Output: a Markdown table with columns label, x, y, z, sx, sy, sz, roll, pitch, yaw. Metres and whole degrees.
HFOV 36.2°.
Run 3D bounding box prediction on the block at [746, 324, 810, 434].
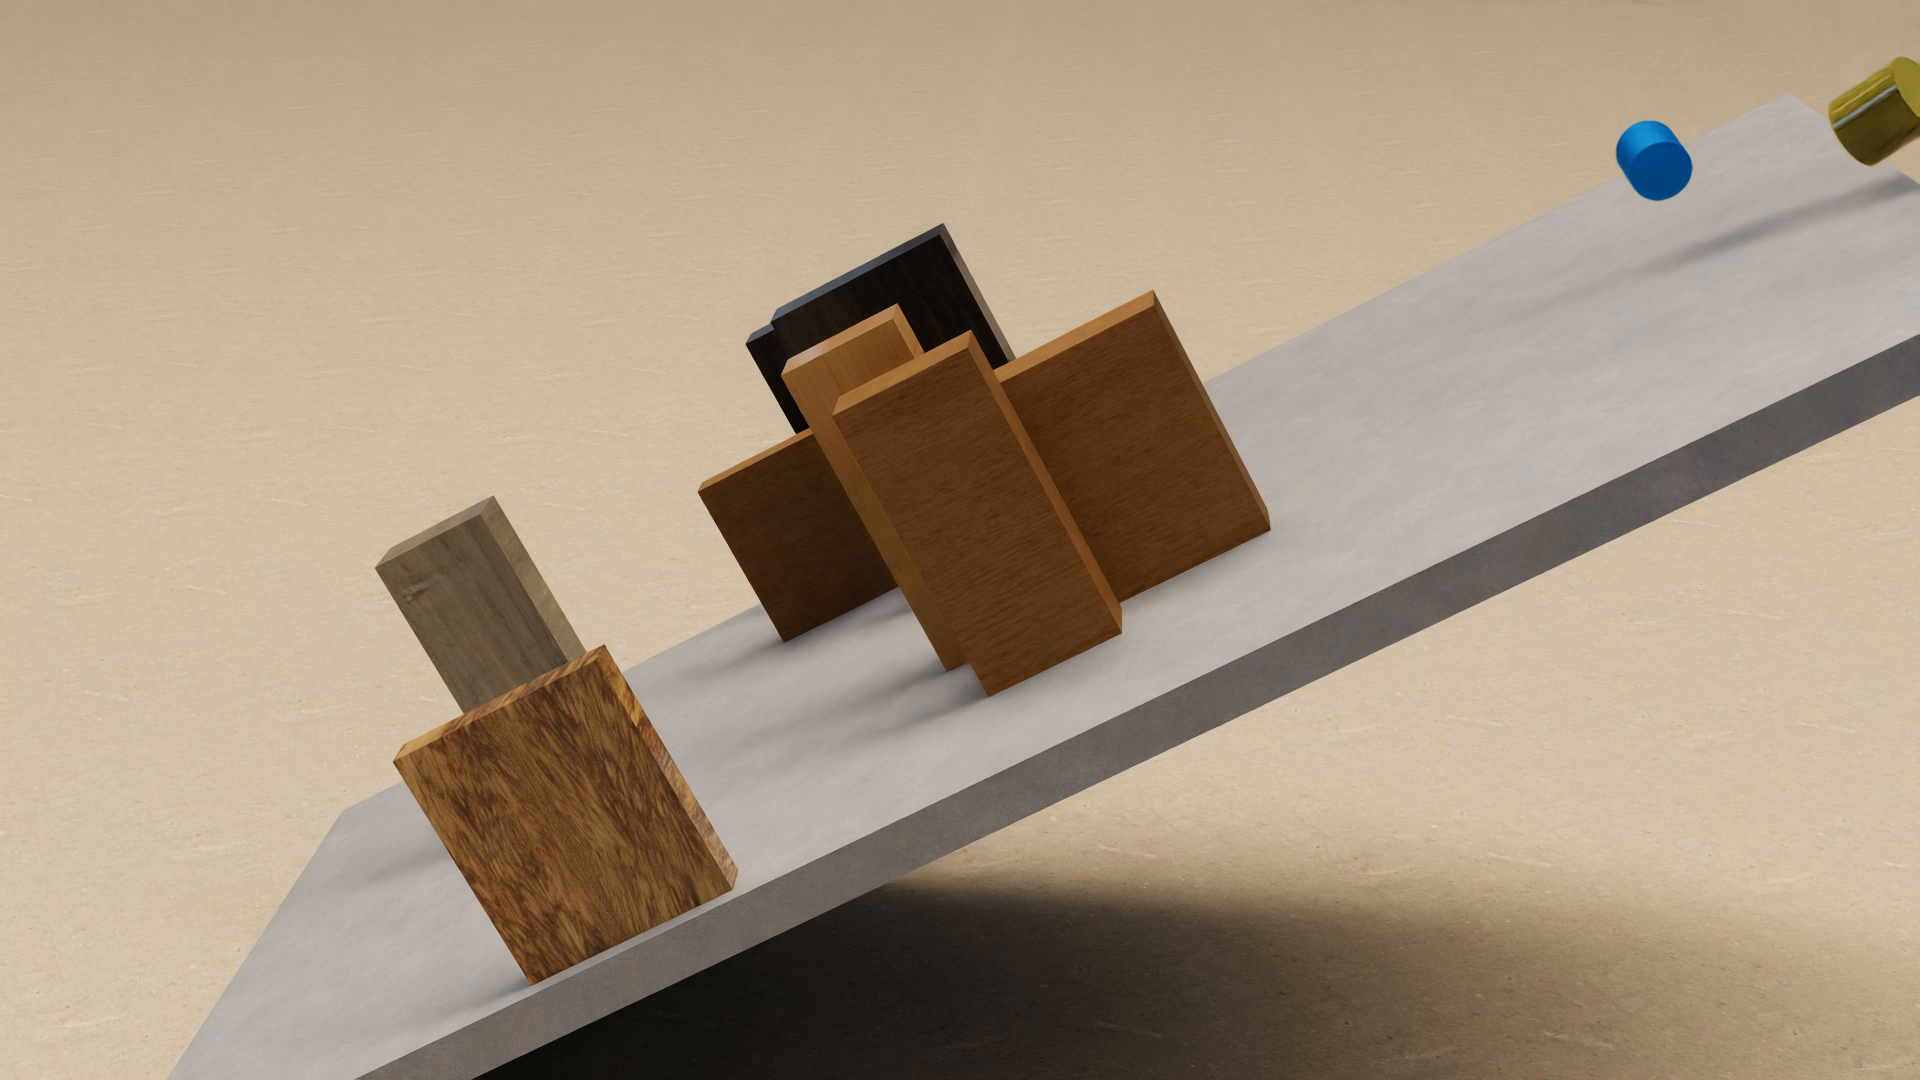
| label | x | y | z | sx | sy | sz | roll | pitch | yaw |
| --- | --- | --- | --- | --- | --- | --- | --- | --- | --- |
| block | -0.237 | -0.273 | 7.068 | 0.275 | 0.627 | 0.114 | -26 | 14 | 11 |

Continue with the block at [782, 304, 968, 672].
| label | x | y | z | sx | sy | sz | roll | pitch | yaw |
| --- | --- | --- | --- | --- | --- | --- | --- | --- | --- |
| block | -0.076 | -0.104 | 5.988 | 0.254 | 0.705 | 0.136 | -26 | 14 | 11 |

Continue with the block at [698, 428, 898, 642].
| label | x | y | z | sx | sy | sz | roll | pitch | yaw |
| --- | --- | --- | --- | --- | --- | --- | --- | --- | --- |
| block | -0.342 | -0.028 | 6.847 | 0.375 | 0.415 | 0.080 | -26 | 14 | 11 |

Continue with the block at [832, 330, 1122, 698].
| label | x | y | z | sx | sy | sz | roll | pitch | yaw |
| --- | --- | --- | --- | --- | --- | --- | --- | --- | --- |
| block | 0.039 | -0.049 | 5.707 | 0.292 | 0.638 | 0.147 | -26 | 14 | 11 |

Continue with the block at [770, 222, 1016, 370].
| label | x | y | z | sx | sy | sz | roll | pitch | yaw |
| --- | --- | --- | --- | --- | --- | --- | --- | --- | --- |
| block | -0.054 | -0.276 | 6.511 | 0.420 | 0.727 | 0.127 | -26 | 14 | 11 |

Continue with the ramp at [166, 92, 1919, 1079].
| label | x | y | z | sx | sy | sz | roll | pitch | yaw |
| --- | --- | --- | --- | --- | --- | --- | --- | --- | --- |
| ramp | 0.141 | 0.167 | 6.281 | 4.000 | 0.100 | 2.000 | -26 | 14 | 11 |

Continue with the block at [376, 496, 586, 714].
| label | x | y | z | sx | sy | sz | roll | pitch | yaw |
| --- | --- | --- | --- | --- | --- | --- | --- | --- | --- |
| block | -0.998 | 0.267 | 6.549 | 0.270 | 0.673 | 0.145 | -26 | 14 | 11 |

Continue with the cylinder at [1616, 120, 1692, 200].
| label | x | y | z | sx | sy | sz | roll | pitch | yaw |
| --- | --- | --- | --- | --- | --- | --- | --- | --- | --- |
| cylinder | 1.430 | -0.783 | 6.062 | 0.127 | 0.127 | 0.127 | -1 | 28 | -2 |

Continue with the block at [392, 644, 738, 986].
| label | x | y | z | sx | sy | sz | roll | pitch | yaw |
| --- | --- | --- | --- | --- | --- | --- | --- | --- | --- |
| block | -0.732 | 0.516 | 5.485 | 0.438 | 0.508 | 0.088 | -26 | 14 | 11 |

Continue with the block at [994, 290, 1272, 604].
| label | x | y | z | sx | sy | sz | roll | pitch | yaw |
| --- | --- | --- | --- | --- | --- | --- | --- | --- | --- |
| block | 0.335 | -0.177 | 5.848 | 0.372 | 0.510 | 0.142 | -26 | 14 | 11 |

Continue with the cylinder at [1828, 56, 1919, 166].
| label | x | y | z | sx | sy | sz | roll | pitch | yaw |
| --- | --- | --- | --- | --- | --- | --- | --- | --- | --- |
| cylinder | 1.816 | -0.840 | 5.764 | 0.156 | 0.156 | 0.156 | -18 | -13 | -45 |
